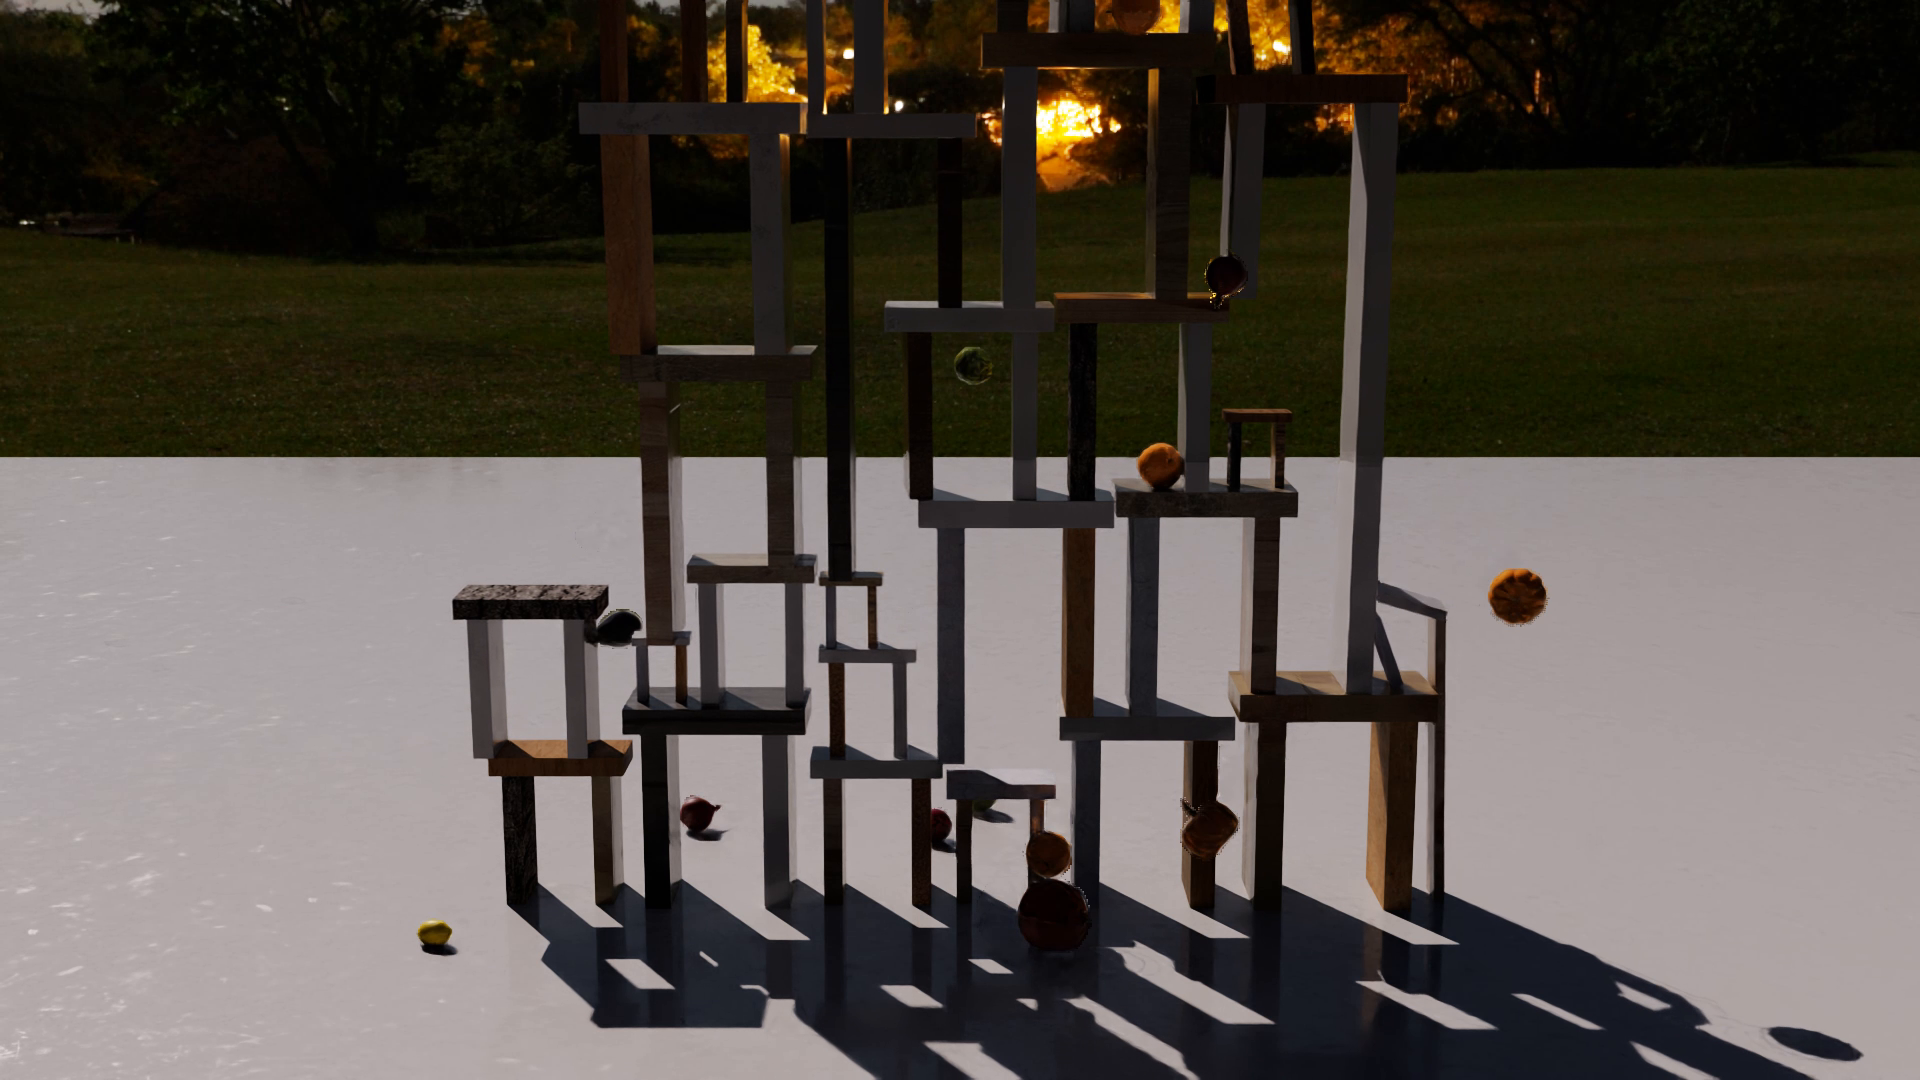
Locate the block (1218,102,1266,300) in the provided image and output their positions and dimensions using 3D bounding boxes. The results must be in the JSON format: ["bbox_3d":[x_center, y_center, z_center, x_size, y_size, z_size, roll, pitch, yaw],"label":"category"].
[{"bbox_3d":[0.443,-0.534,3.461,0.042,0.299,0.149,1,11,0],"label":"block"}]

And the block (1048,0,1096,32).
[{"bbox_3d":[0.175,-0.916,3.381,0.039,0.272,0.136,-1,11,-11],"label":"block"}]

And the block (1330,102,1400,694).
[{"bbox_3d":[0.646,-0.225,3.520,0.042,0.931,0.149,1,11,0],"label":"block"}]

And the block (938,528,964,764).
[{"bbox_3d":[-0.014,0.157,3.590,0.044,0.387,0.155,0,11,0],"label":"block"}]

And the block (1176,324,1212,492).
[{"bbox_3d":[0.374,-0.219,3.516,0.038,0.267,0.134,0,11,0],"label":"block"}]

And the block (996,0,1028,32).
[{"bbox_3d":[0.080,-0.942,3.379,0.046,0.322,0.161,0,11,0],"label":"block"}]

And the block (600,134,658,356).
[{"bbox_3d":[-0.522,-0.469,3.472,0.048,0.338,0.169,-1,11,1],"label":"block"}]

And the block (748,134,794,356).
[{"bbox_3d":[-0.296,-0.469,3.467,0.048,0.338,0.169,-1,11,1],"label":"block"}]

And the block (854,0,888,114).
[{"bbox_3d":[-0.137,-0.883,3.392,0.046,0.442,0.161,0,11,1],"label":"block"}]

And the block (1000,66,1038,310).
[{"bbox_3d":[0.092,-0.554,3.452,0.050,0.367,0.176,0,11,0],"label":"block"}]

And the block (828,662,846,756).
[{"bbox_3d":[-0.202,0.269,3.614,0.022,0.157,0.079,0,11,-1],"label":"block"}]

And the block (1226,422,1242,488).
[{"bbox_3d":[0.441,-0.140,3.538,0.015,0.105,0.053,0,11,0],"label":"block"}]

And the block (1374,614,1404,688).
[{"bbox_3d":[0.692,0.177,3.588,0.017,0.118,0.059,-20,10,3],"label":"block"}]

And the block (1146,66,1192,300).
[{"bbox_3d":[0.326,-0.561,3.453,0.050,0.353,0.176,0,11,0],"label":"block"}]

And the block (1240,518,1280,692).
[{"bbox_3d":[0.487,0.092,3.579,0.041,0.286,0.143,0,11,0],"label":"block"}]

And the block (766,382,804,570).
[{"bbox_3d":[-0.281,-0.114,3.530,0.042,0.298,0.149,0,11,1],"label":"block"}]

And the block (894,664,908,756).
[{"bbox_3d":[-0.097,0.269,3.613,0.022,0.157,0.079,0,11,0],"label":"block"}]

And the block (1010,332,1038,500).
[{"bbox_3d":[0.102,-0.206,3.521,0.038,0.266,0.133,0,11,0],"label":"block"}]

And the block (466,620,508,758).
[{"bbox_3d":[-0.774,0.231,3.604,0.033,0.231,0.116,0,11,0],"label":"block"}]

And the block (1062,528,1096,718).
[{"bbox_3d":[0.192,0.119,3.583,0.044,0.310,0.155,0,11,0],"label":"block"}]

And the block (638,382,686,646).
[{"bbox_3d":[-0.479,-0.053,3.546,0.042,0.423,0.149,0,11,1],"label":"block"}]

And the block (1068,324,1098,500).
[{"bbox_3d":[0.195,-0.213,3.519,0.038,0.280,0.134,0,11,0],"label":"block"}]

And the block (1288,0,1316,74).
[{"bbox_3d":[0.530,-0.798,3.413,0.021,0.150,0.075,-5,11,-2],"label":"block"}]

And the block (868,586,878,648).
[{"bbox_3d":[-0.142,0.121,3.580,0.015,0.103,0.051,0,10,0],"label":"block"}]

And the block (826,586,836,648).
[{"bbox_3d":[-0.210,0.121,3.581,0.015,0.103,0.051,0,11,0],"label":"block"}]

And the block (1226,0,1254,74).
[{"bbox_3d":[0.431,-0.797,3.409,0.021,0.150,0.075,-7,11,-1],"label":"block"}]

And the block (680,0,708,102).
[{"bbox_3d":[-0.412,-0.774,3.409,0.027,0.189,0.095,0,11,1],"label":"block"}]

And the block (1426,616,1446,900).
[{"bbox_3d":[0.784,0.354,3.621,0.017,0.481,0.059,-2,10,0],"label":"block"}]

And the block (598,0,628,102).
[{"bbox_3d":[-0.537,-0.774,3.411,0.027,0.189,0.095,0,11,1],"label":"block"}]

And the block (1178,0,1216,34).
[{"bbox_3d":[0.370,-0.917,3.384,0.039,0.272,0.136,2,11,-1],"label":"block"}]

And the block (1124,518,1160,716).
[{"bbox_3d":[0.296,0.111,3.583,0.041,0.325,0.143,0,11,0],"label":"block"}]

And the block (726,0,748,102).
[{"bbox_3d":[-0.346,-0.768,3.412,0.025,0.175,0.088,1,11,0],"label":"block"}]

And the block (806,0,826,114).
[{"bbox_3d":[-0.222,-0.760,3.416,0.025,0.192,0.088,0,11,0],"label":"block"}]

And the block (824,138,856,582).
[{"bbox_3d":[-0.191,-0.288,3.512,0.037,0.697,0.130,0,11,1],"label":"block"}]

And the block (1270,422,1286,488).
[{"bbox_3d":[0.511,-0.140,3.538,0.015,0.105,0.053,0,11,0],"label":"block"}]

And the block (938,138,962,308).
[{"bbox_3d":[-0.016,-0.502,3.468,0.037,0.260,0.130,0,11,0],"label":"block"}]

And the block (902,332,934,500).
[{"bbox_3d":[-0.068,-0.207,3.525,0.038,0.266,0.133,-2,11,-5],"label":"block"}]

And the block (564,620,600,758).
[{"bbox_3d":[-0.619,0.230,3.604,0.033,0.231,0.116,0,11,1],"label":"block"}]
